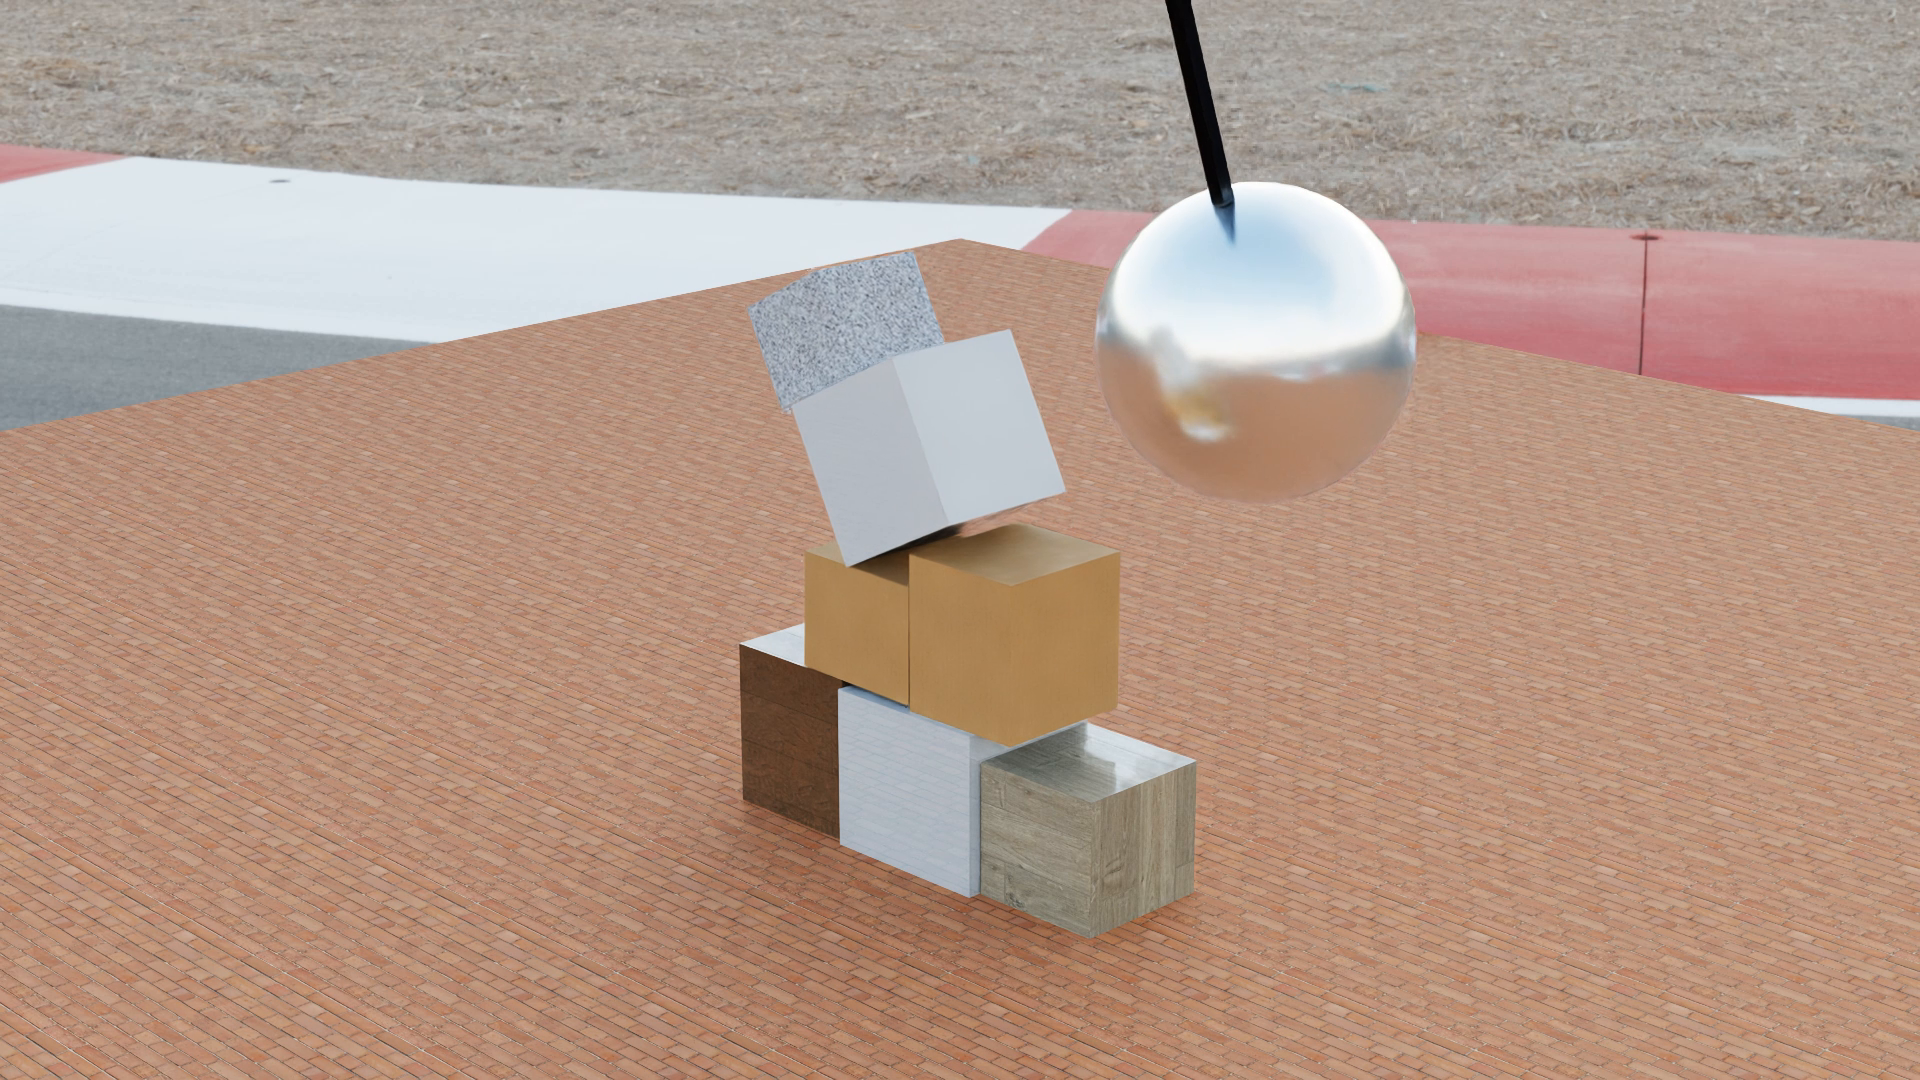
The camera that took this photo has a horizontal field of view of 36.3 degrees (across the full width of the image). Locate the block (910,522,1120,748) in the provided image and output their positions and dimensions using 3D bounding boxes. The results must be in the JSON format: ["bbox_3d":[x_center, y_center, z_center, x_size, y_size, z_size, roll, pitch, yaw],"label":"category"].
[{"bbox_3d":[0.245,0.412,13.201,0.704,0.746,0.631,-17,24,-42],"label":"block"}]

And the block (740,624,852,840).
[{"bbox_3d":[-0.554,0.884,14.183,0.702,0.808,0.728,-17,24,-42],"label":"block"}]

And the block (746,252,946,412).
[{"bbox_3d":[-0.519,-0.965,13.577,0.614,0.516,0.536,-17,-4,-42],"label":"block"}]

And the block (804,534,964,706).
[{"bbox_3d":[-0.233,0.327,13.669,0.694,0.568,0.701,-17,25,-42],"label":"block"}]

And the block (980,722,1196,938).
[{"bbox_3d":[0.576,1.293,13.161,0.693,0.642,0.668,-17,24,-42],"label":"block"}]

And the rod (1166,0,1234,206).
[{"bbox_3d":[0.636,-3.771,12.823,0.080,5.200,0.080,17,44,42],"label":"rod"}]

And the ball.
[{"bbox_3d":[1.467,-0.976,14.572,1.600,1.600,1.600,0,17,0],"label":"ball"}]

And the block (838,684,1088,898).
[{"bbox_3d":[0.013,1.070,13.647,0.774,0.776,0.857,-17,24,-42],"label":"block"}]

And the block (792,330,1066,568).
[{"bbox_3d":[-0.144,-0.417,13.350,0.749,0.783,0.751,-17,-3,-42],"label":"block"}]
